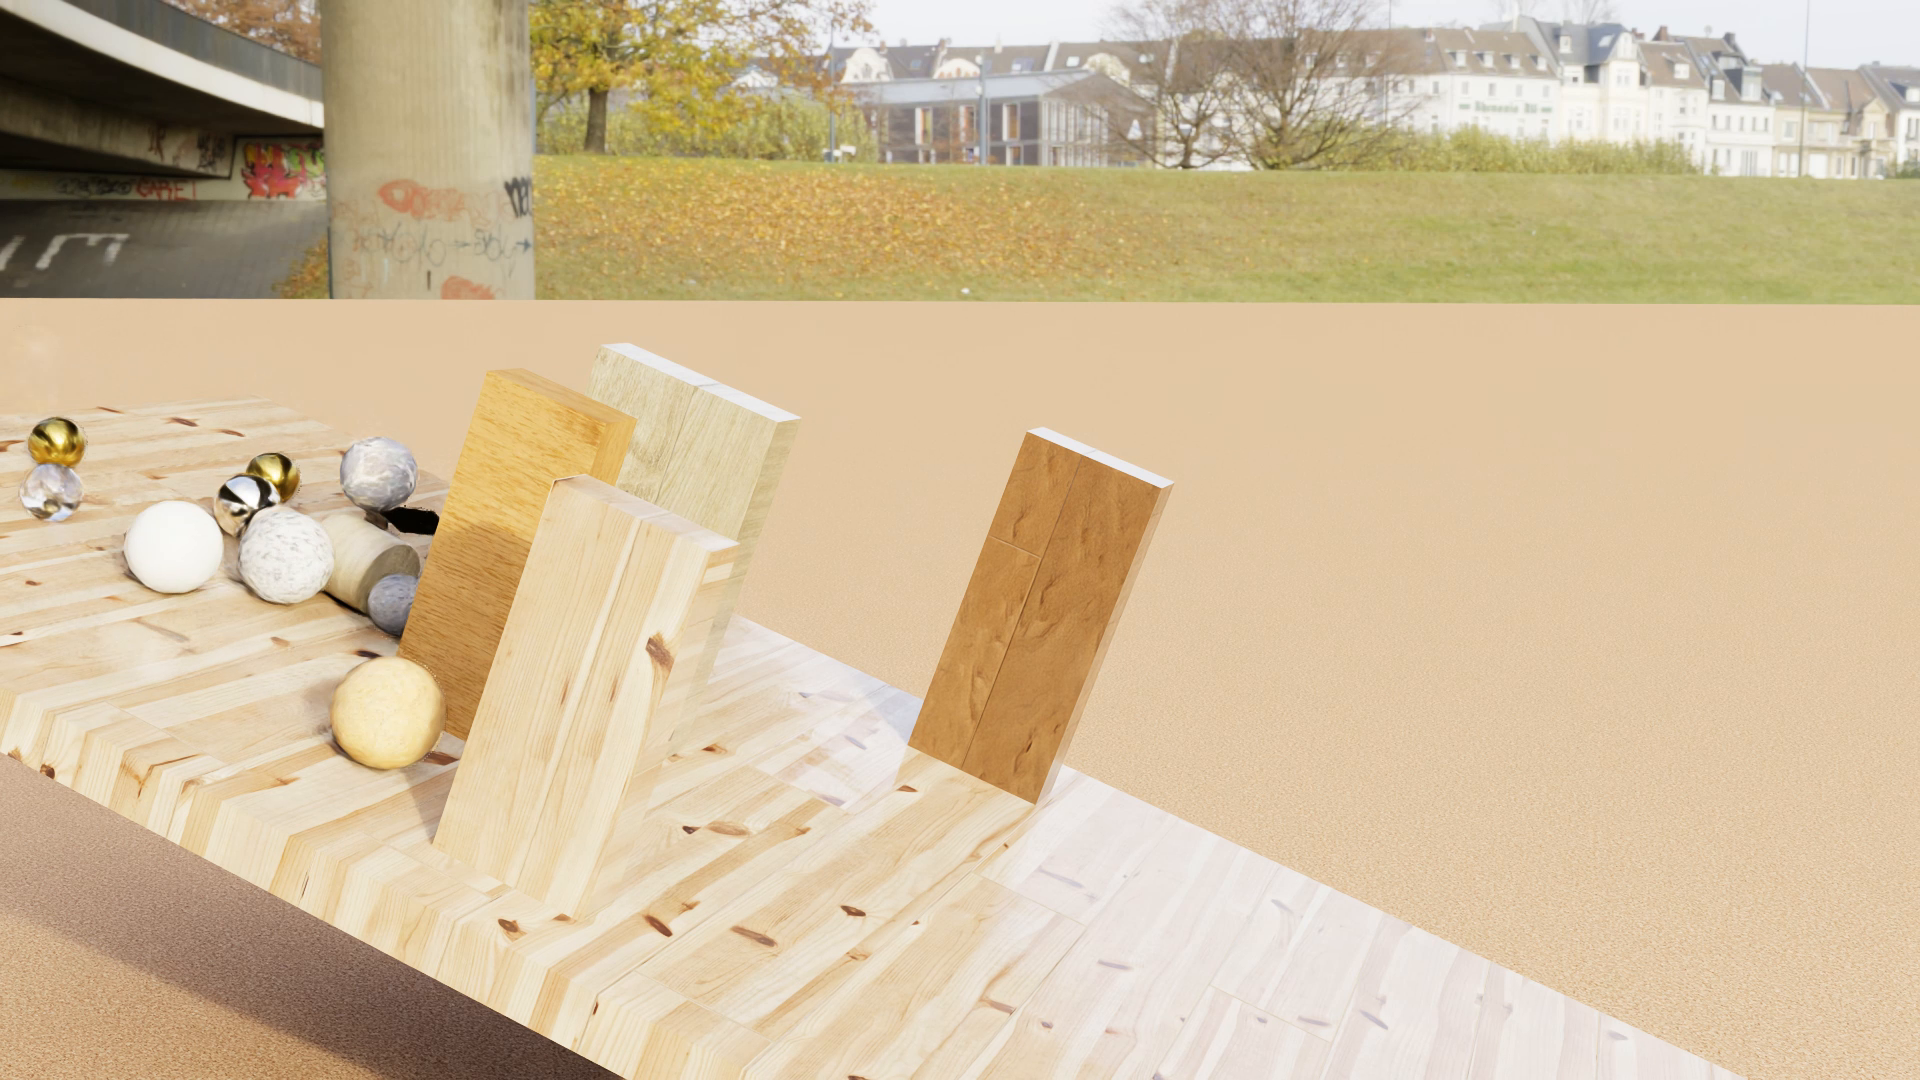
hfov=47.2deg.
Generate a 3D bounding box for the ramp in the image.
[{"bbox_3d":[-0.318,0.570,4.201,4.000,0.100,2.000,24,13,13],"label":"ramp"}]

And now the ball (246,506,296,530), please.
[{"bbox_3d":[-1.375,-0.008,4.434,0.123,0.123,0.123,0,7,0],"label":"ball"}]

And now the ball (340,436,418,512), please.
[{"bbox_3d":[-1.175,-0.133,4.442,0.154,0.154,0.154,0,7,0],"label":"ball"}]

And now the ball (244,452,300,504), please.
[{"bbox_3d":[-1.497,-0.133,4.786,0.116,0.116,0.116,0,7,0],"label":"ball"}]

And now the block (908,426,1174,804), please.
[{"bbox_3d":[0.172,0.163,4.753,0.312,0.743,0.135,24,13,13],"label":"block"}]

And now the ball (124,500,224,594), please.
[{"bbox_3d":[-1.462,0.013,4.093,0.174,0.174,0.174,0,7,0],"label":"ball"}]

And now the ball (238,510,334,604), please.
[{"bbox_3d":[-1.301,0.034,4.246,0.180,0.180,0.180,0,7,0],"label":"ball"}]

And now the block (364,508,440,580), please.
[{"bbox_3d":[-1.149,0.031,4.569,0.151,0.151,0.151,8,18,-44],"label":"block"}]

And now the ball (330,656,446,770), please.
[{"bbox_3d":[-0.960,0.290,3.691,0.189,0.189,0.189,0,7,0],"label":"ball"}]

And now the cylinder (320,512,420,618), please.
[{"bbox_3d":[-1.196,0.049,4.391,0.162,0.162,0.162,27,18,25],"label":"cylinder"}]

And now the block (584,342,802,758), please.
[{"bbox_3d":[-0.607,0.022,4.204,0.381,0.700,0.121,24,13,13],"label":"block"}]

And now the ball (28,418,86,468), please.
[{"bbox_3d":[-1.848,-0.196,4.504,0.111,0.111,0.111,0,7,0],"label":"ball"}]

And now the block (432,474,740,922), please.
[{"bbox_3d":[-0.588,0.246,3.441,0.281,0.634,0.107,24,13,13],"label":"block"}]

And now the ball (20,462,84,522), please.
[{"bbox_3d":[-1.745,-0.092,4.226,0.113,0.113,0.113,0,7,0],"label":"ball"}]

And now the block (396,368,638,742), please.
[{"bbox_3d":[-0.810,0.038,3.946,0.243,0.642,0.126,24,13,13],"label":"block"}]

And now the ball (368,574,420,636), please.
[{"bbox_3d":[-1.099,0.126,4.314,0.122,0.122,0.122,0,7,0],"label":"ball"}]

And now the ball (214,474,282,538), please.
[{"bbox_3d":[-1.460,-0.068,4.509,0.134,0.134,0.134,0,7,0],"label":"ball"}]
